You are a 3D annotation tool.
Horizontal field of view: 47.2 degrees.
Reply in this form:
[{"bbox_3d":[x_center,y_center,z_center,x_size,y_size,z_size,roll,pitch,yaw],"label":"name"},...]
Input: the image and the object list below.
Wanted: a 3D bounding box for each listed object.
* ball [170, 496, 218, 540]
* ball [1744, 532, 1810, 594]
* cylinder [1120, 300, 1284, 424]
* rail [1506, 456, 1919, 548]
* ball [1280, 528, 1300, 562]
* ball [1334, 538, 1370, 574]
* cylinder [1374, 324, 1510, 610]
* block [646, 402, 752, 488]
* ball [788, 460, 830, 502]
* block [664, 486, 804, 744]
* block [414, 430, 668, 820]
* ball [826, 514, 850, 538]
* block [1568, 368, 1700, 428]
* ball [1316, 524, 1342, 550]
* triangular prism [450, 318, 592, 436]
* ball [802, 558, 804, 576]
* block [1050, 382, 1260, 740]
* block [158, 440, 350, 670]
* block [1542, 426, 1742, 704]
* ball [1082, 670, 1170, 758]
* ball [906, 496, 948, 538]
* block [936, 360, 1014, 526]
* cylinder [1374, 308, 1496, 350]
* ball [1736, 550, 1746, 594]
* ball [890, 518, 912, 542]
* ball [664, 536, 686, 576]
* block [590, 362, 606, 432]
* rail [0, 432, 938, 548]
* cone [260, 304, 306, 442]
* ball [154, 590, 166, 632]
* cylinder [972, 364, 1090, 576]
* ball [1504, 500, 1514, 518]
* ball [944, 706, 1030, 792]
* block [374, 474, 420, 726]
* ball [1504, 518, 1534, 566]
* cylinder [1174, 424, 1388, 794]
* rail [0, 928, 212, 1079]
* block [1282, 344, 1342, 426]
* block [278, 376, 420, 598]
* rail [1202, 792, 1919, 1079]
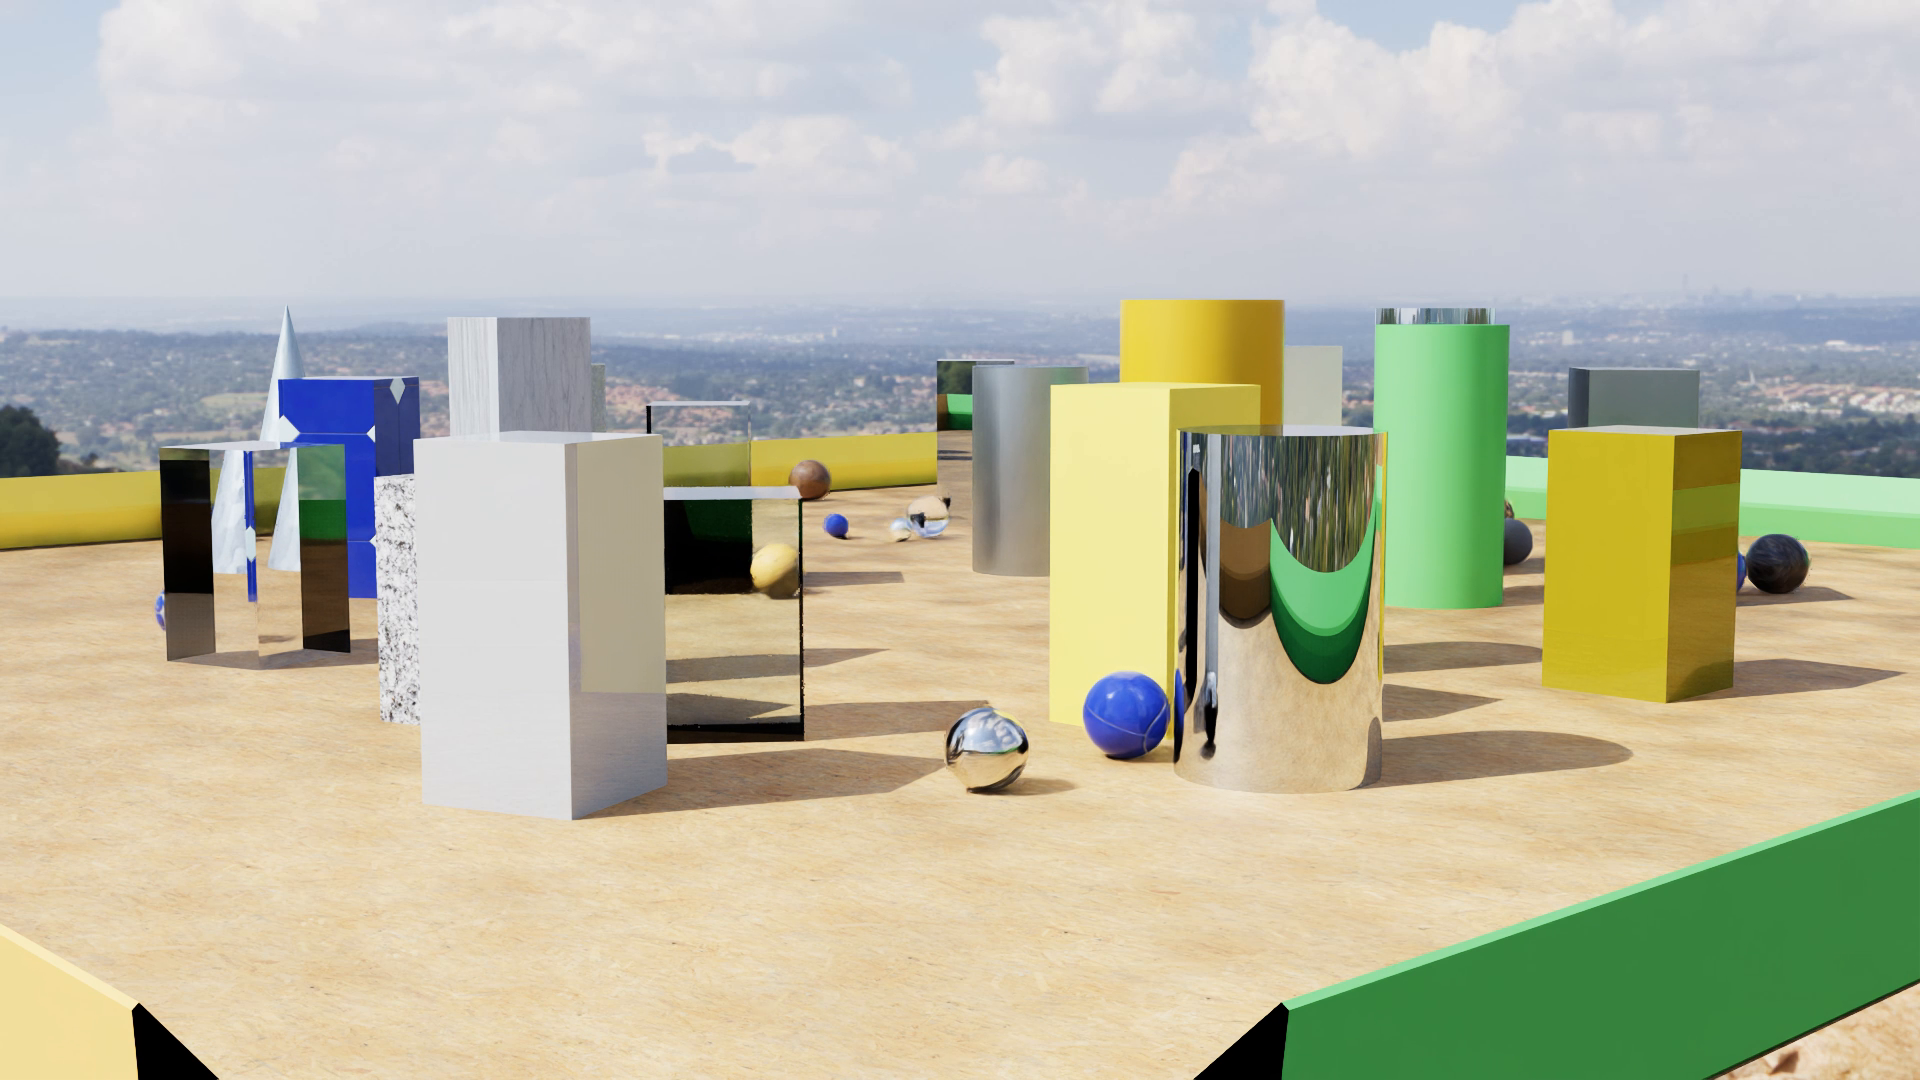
[{"bbox_3d":[-1.500,-0.045,4.305,0.086,0.086,0.086,0,6,0],"label":"ball"},{"bbox_3d":[1.289,0.037,3.468,0.097,0.097,0.097,0,6,0],"label":"ball"},{"bbox_3d":[0.295,-0.064,2.698,0.200,0.458,0.200,0,6,0],"label":"cylinder"},{"bbox_3d":[1.351,-0.095,4.572,0.045,0.130,3.639,-5,8,-42],"label":"rail"},{"bbox_3d":[0.571,0.010,3.903,0.061,0.061,0.061,0,6,0],"label":"ball"},{"bbox_3d":[0.665,0.028,3.726,0.062,0.062,0.062,0,6,0],"label":"ball"},{"bbox_3d":[0.735,-0.117,3.373,0.200,0.424,0.200,0,6,0],"label":"cylinder"},{"bbox_3d":[-0.422,-0.074,3.579,0.160,0.296,0.160,0,6,-4],"label":"block"},{"bbox_3d":[-0.353,-0.140,5.172,0.098,0.098,0.098,0,6,0],"label":"ball"},{"bbox_3d":[-0.250,0.076,2.340,0.160,0.253,0.160,-1,6,-6],"label":"block"},{"bbox_3d":[-0.381,0.071,2.016,0.160,0.331,0.160,3,6,24],"label":"block"},{"bbox_3d":[-0.242,-0.027,4.327,0.047,0.047,0.047,0,6,0],"label":"ball"},{"bbox_3d":[1.021,-0.082,3.357,0.160,0.358,0.160,0,6,5],"label":"block"},{"bbox_3d":[0.693,-0.006,4.130,0.046,0.046,0.046,0,6,0],"label":"ball"},{"bbox_3d":[-0.566,-0.054,2.702,0.150,0.437,0.173,4,7,31],"label":"triangular prism"},{"bbox_3d":[-0.288,0.042,3.477,0.085,0.085,0.085,0,6,0],"label":"ball"},{"bbox_3d":[0.211,0.015,2.383,0.160,0.365,0.160,6,8,43],"label":"block"},{"bbox_3d":[-0.904,0.015,2.826,0.160,0.274,0.160,3,7,27],"label":"block"},{"bbox_3d":[0.805,0.023,2.600,0.160,0.305,0.160,-6,8,-44],"label":"block"},{"bbox_3d":[0.166,0.174,2.198,0.088,0.088,0.088,0,6,0],"label":"ball"},{"bbox_3d":[-0.064,-0.046,4.336,0.083,0.083,0.083,0,6,0],"label":"ball"},{"bbox_3d":[0.033,-0.206,4.615,0.160,0.343,0.160,0,6,1],"label":"block"},{"bbox_3d":[0.806,-0.170,3.752,0.200,0.449,0.200,0,6,0],"label":"cylinder"},{"bbox_3d":[1.151,0.046,3.366,0.100,0.100,0.100,0,6,0],"label":"ball"},{"bbox_3d":[-0.114,-0.020,4.262,0.046,0.046,0.046,0,6,0],"label":"ball"},{"bbox_3d":[-0.497,0.028,3.708,0.067,0.067,0.067,0,6,0],"label":"ball"},{"bbox_3d":[-0.673,-0.116,3.685,0.160,0.356,0.160,-1,6,-9],"label":"block"},{"bbox_3d":[-1.218,-0.103,4.645,3.725,0.130,0.045,-5,8,-42],"label":"rail"},{"bbox_3d":[-1.183,-0.190,3.886,0.200,0.462,0.200,0,6,0],"label":"cone"},{"bbox_3d":[-1.056,0.095,2.995,0.079,0.079,0.079,0,6,0],"label":"ball"},{"bbox_3d":[0.121,-0.123,3.780,0.200,0.351,0.200,0,6,0],"label":"cylinder"},{"bbox_3d":[1.043,-0.048,4.323,0.088,0.088,0.088,0,6,0],"label":"ball"},{"bbox_3d":[0.025,0.194,2.046,0.078,0.078,0.078,0,6,0],"label":"ball"},{"bbox_3d":[-0.523,0.062,2.414,0.160,0.266,0.160,3,7,30],"label":"block"},{"bbox_3d":[0.965,0.003,3.866,0.083,0.083,0.083,0,6,0],"label":"ball"},{"bbox_3d":[0.307,0.060,2.116,0.200,0.332,0.200,0,6,0],"label":"cylinder"},{"bbox_3d":[-1.351,0.163,2.092,0.045,0.130,3.639,-5,8,-42],"label":"rail"},{"bbox_3d":[0.610,-0.179,4.180,0.160,0.380,0.160,-4,7,-34],"label":"block"},{"bbox_3d":[-0.965,-0.087,3.493,0.160,0.340,0.160,1,6,11],"label":"block"},{"bbox_3d":[1.218,0.170,2.019,3.725,0.130,0.045,-5,8,-42],"label":"rail"}]
